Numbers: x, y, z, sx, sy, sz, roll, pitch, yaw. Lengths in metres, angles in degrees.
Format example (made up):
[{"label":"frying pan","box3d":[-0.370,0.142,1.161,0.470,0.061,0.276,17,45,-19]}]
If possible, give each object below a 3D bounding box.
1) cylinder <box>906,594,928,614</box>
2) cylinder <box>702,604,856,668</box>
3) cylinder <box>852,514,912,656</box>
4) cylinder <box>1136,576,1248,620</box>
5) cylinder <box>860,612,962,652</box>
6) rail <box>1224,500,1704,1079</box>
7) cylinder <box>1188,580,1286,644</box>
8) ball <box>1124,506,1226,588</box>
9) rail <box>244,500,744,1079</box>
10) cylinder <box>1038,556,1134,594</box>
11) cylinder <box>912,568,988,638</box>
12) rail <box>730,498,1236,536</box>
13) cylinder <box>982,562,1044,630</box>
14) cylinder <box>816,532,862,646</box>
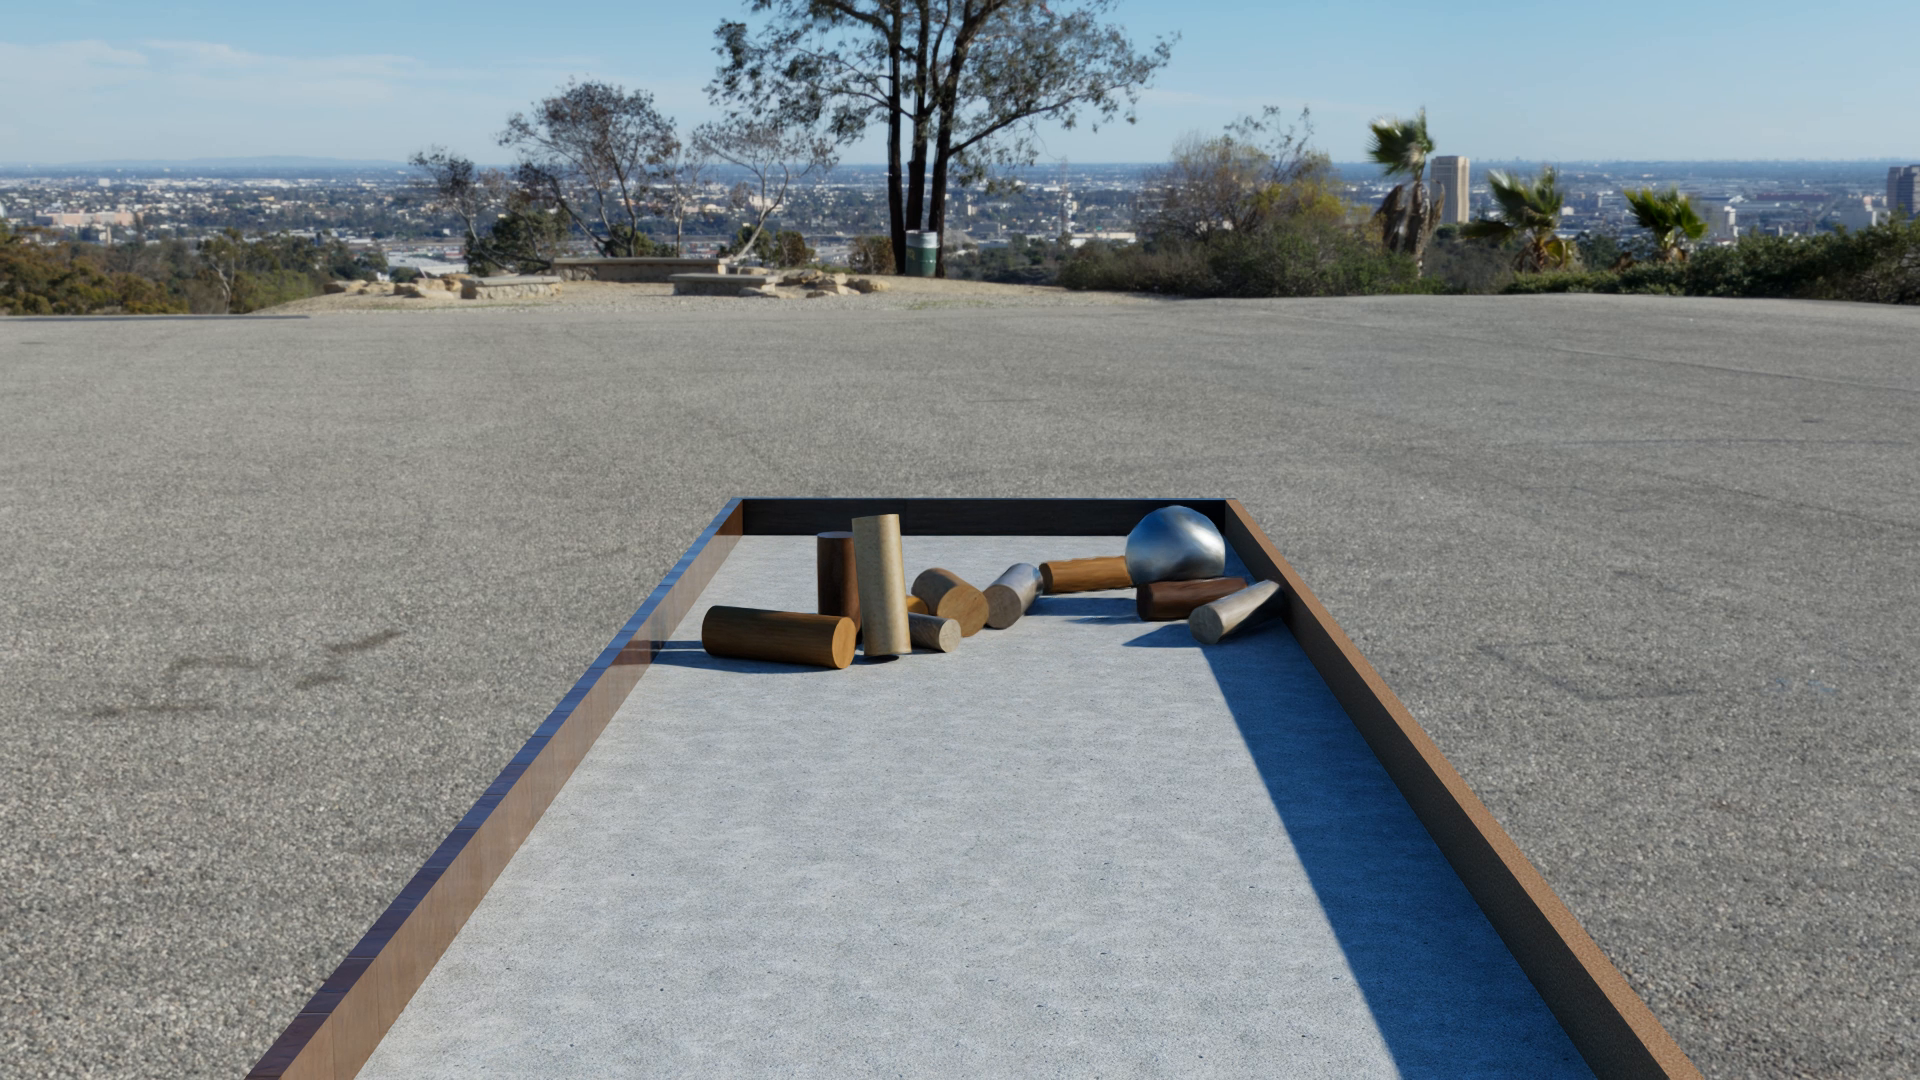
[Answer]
[{"label":"cylinder","box3d":[-0.271,0.217,7.239,0.126,0.126,0.431,-6,11,-32]},{"label":"cylinder","box3d":[-0.550,0.292,6.670,0.453,0.155,0.155,4,10,25]},{"label":"cylinder","box3d":[-0.239,0.139,6.712,0.145,0.422,0.145,-5,-3,0]},{"label":"cylinder","box3d":[0.781,0.197,7.368,0.362,0.125,0.125,-3,10,-20]},{"label":"cylinder","box3d":[-0.181,0.276,6.939,0.399,0.103,0.103,8,12,40]},{"label":"rail","box3d":[1.046,0.843,3.208,0.050,0.150,12.000,0,9,1]},{"label":"cylinder","box3d":[0.895,0.231,7.075,0.125,0.125,0.414,7,14,36]},{"label":"ball","box3d":[0.739,0.056,7.558,0.345,0.345,0.345,0,9,0]},{"label":"rail","box3d":[-1.004,0.839,3.234,0.050,0.150,12.000,0,9,1]},{"label":"cylinder","box3d":[0.485,0.123,7.873,0.409,0.113,0.113,-4,10,-26]},{"label":"cylinder","box3d":[-0.035,0.202,7.190,0.171,0.171,0.347,-2,9,-15]},{"label":"rail","box3d":[0.099,-0.098,9.147,2.100,0.150,0.050,0,9,1]},{"label":"cylinder","box3d":[0.173,0.184,7.380,0.146,0.146,0.444,2,9,11]},{"label":"cylinder","box3d":[-0.381,0.154,6.929,0.136,0.346,0.136,0,9,0]}]
